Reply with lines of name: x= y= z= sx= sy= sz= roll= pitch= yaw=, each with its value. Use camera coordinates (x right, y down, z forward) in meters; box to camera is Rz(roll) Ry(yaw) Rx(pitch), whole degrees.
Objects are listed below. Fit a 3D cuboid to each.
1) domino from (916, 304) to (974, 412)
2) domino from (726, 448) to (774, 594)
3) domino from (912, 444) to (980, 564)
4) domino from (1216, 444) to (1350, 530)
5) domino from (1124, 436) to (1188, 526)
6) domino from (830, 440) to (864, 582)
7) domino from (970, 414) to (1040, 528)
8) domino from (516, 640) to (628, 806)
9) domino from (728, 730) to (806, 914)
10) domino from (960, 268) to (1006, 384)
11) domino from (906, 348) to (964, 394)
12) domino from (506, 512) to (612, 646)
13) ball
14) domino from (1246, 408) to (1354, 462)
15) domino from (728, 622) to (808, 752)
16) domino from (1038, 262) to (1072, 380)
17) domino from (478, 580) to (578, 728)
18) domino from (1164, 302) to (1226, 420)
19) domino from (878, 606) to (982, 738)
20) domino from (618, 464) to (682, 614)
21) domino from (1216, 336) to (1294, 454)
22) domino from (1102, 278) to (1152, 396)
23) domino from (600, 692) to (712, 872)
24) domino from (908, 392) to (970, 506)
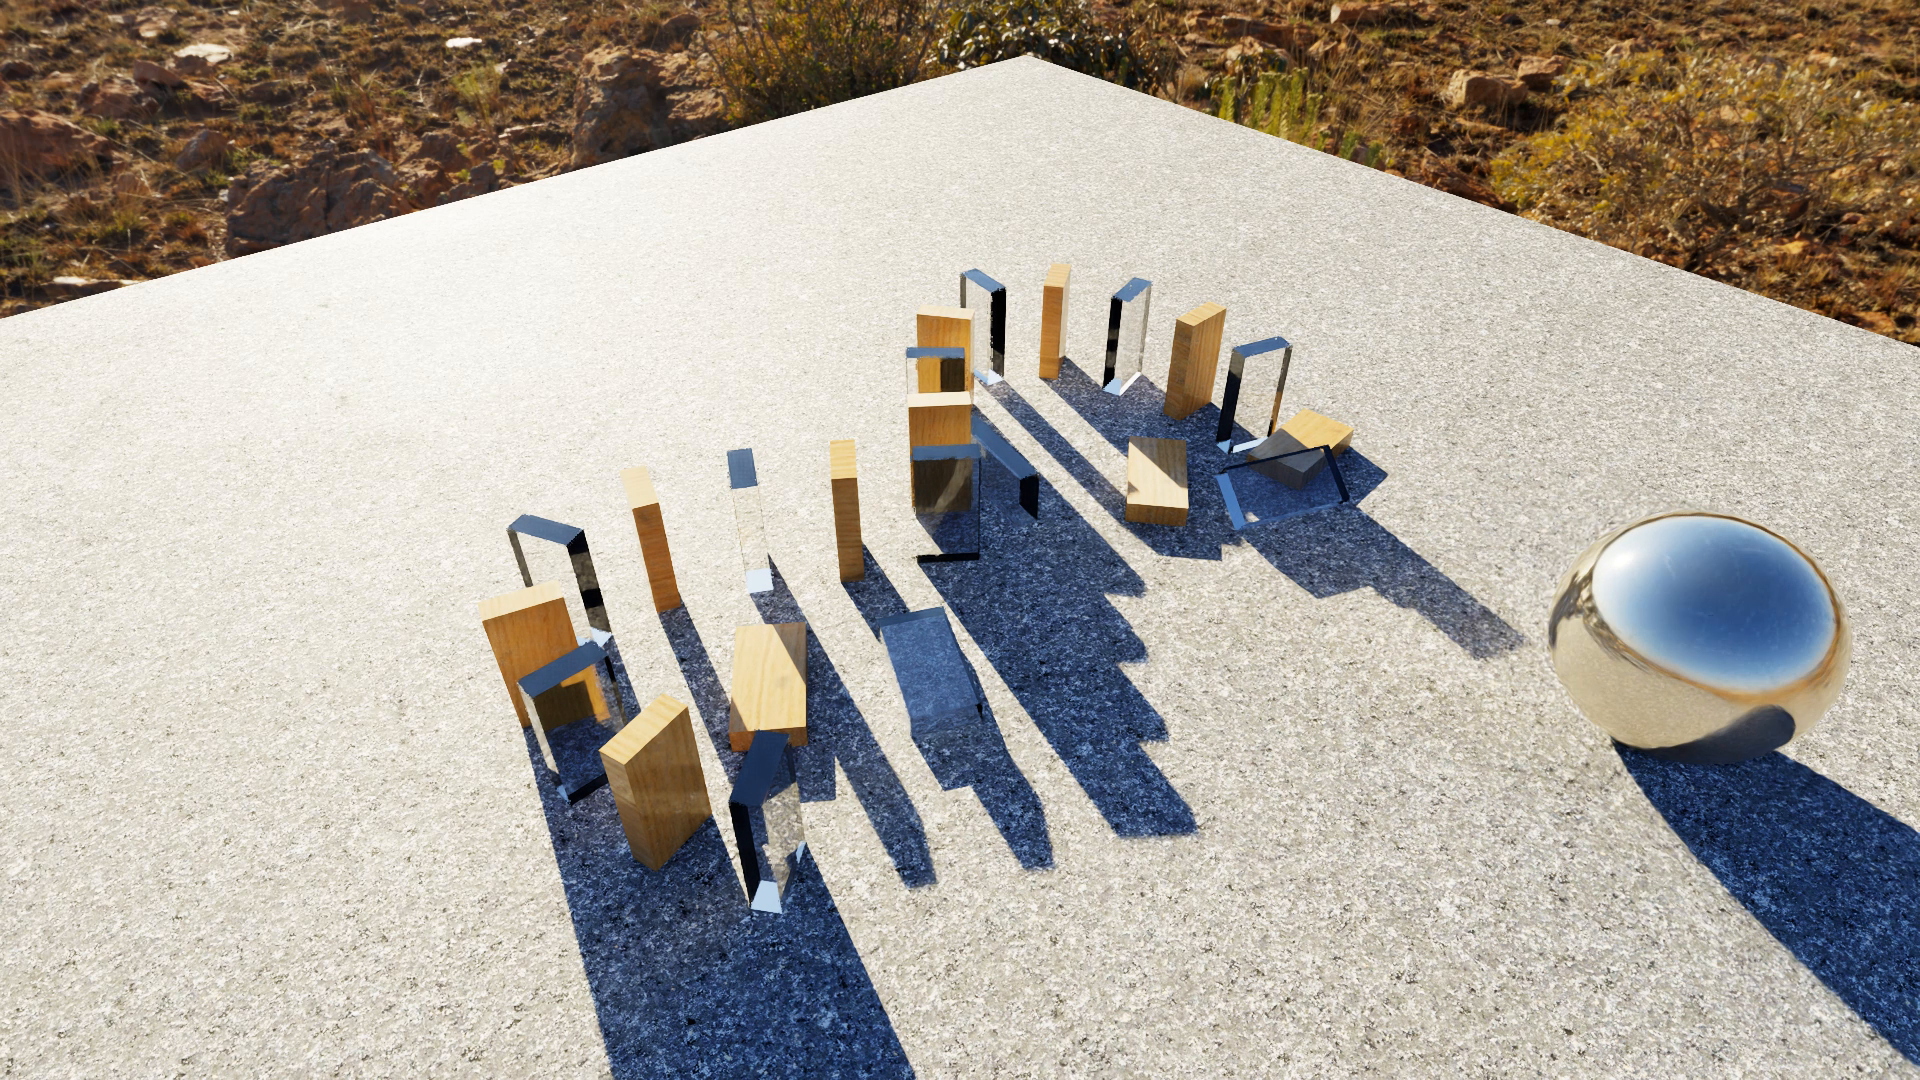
domino: x=-0.006 y=-0.084 z=0.514 sx=0.025 sy=0.050 sz=0.010 roll=8 pitch=40 yaw=9
domino: x=-0.080 y=-0.007 z=0.420 sx=0.009 sy=0.050 sz=0.025 roll=-9 pitch=40 yaw=-10
domino: x=-0.005 y=-0.014 z=0.428 sx=0.025 sy=0.050 sz=0.010 roll=-2 pitch=39 yaw=-3
domino: x=0.135 y=-0.022 z=0.461 sx=0.050 sy=0.010 sz=0.025 roll=-13 pitch=76 yaw=-15
domino: x=0.085 y=-0.026 z=0.475 sx=0.025 sy=0.010 sz=0.050 roll=5 pitch=40 yaw=6
domino: x=-0.043 y=-0.011 z=0.425 sx=0.009 sy=0.050 sz=0.025 roll=-4 pitch=39 yaw=-5
domino: x=0.016 y=-0.030 z=0.467 sx=0.010 sy=0.025 sz=0.050 roll=-21 pitch=44 yaw=-23
domino: x=-0.118 y=0.057 z=0.342 sx=0.025 sy=0.050 sz=0.010 roll=-32 pitch=49 yaw=-33
domino: x=-0.054 y=0.081 z=0.313 sx=0.009 sy=0.050 sz=0.025 roll=6 pitch=40 yaw=7
domino: x=0.011 y=-0.104 z=0.539 sx=0.010 sy=0.050 sz=0.025 roll=-23 pitch=45 yaw=-26
domino: x=-0.010 y=-0.061 z=0.486 sx=0.025 sy=0.050 sz=0.009 roll=0 pitch=39 yaw=0
domino: x=-0.142 y=0.015 z=0.393 sx=0.025 sy=0.050 sz=0.009 roll=14 pitch=41 yaw=16
ball: x=0.232 y=0.031 z=0.350 sx=0.080 sy=0.080 sz=0.080 roll=0 pitch=39 yaw=0
domino: x=0.152 y=-0.041 z=0.493 sx=0.025 sy=0.009 sz=0.050 roll=30 pitch=48 yaw=32
domino: x=-0.066 y=0.050 z=0.382 sx=0.025 sy=0.009 sz=0.050 roll=-4 pitch=39 yaw=-5
domino: x=0.047 y=-0.108 z=0.543 sx=0.009 sy=0.050 sz=0.025 roll=8 pitch=40 yaw=10
domino: x=-0.139 y=0.038 z=0.365 sx=0.025 sy=0.050 sz=0.009 roll=-18 pitch=42 yaw=-20
domino: x=0.109 y=-0.083 z=0.513 sx=0.025 sy=0.050 sz=0.009 roll=-31 pitch=48 yaw=-32
domino: x=-0.011 y=0.045 z=0.388 sx=0.025 sy=0.010 sz=0.050 roll=-10 pitch=40 yaw=-12
domino: x=-0.116 y=0.000 z=0.412 sx=0.010 sy=0.050 sz=0.025 roll=-16 pitch=42 yaw=-18
domino: x=0.131 y=-0.064 z=0.490 sx=0.025 sy=0.050 sz=0.009 roll=-16 pitch=42 yaw=-19
domino: x=0.081 y=-0.098 z=0.531 sx=0.010 sy=0.050 sz=0.025 roll=22 pitch=44 yaw=24
domino: x=-0.088 y=0.072 z=0.324 sx=0.010 sy=0.050 sz=0.025 roll=21 pitch=44 yaw=24
domino: x=-0.008 y=-0.037 z=0.457 sx=0.025 sy=0.050 sz=0.009 roll=-3 pitch=39 yaw=-4
